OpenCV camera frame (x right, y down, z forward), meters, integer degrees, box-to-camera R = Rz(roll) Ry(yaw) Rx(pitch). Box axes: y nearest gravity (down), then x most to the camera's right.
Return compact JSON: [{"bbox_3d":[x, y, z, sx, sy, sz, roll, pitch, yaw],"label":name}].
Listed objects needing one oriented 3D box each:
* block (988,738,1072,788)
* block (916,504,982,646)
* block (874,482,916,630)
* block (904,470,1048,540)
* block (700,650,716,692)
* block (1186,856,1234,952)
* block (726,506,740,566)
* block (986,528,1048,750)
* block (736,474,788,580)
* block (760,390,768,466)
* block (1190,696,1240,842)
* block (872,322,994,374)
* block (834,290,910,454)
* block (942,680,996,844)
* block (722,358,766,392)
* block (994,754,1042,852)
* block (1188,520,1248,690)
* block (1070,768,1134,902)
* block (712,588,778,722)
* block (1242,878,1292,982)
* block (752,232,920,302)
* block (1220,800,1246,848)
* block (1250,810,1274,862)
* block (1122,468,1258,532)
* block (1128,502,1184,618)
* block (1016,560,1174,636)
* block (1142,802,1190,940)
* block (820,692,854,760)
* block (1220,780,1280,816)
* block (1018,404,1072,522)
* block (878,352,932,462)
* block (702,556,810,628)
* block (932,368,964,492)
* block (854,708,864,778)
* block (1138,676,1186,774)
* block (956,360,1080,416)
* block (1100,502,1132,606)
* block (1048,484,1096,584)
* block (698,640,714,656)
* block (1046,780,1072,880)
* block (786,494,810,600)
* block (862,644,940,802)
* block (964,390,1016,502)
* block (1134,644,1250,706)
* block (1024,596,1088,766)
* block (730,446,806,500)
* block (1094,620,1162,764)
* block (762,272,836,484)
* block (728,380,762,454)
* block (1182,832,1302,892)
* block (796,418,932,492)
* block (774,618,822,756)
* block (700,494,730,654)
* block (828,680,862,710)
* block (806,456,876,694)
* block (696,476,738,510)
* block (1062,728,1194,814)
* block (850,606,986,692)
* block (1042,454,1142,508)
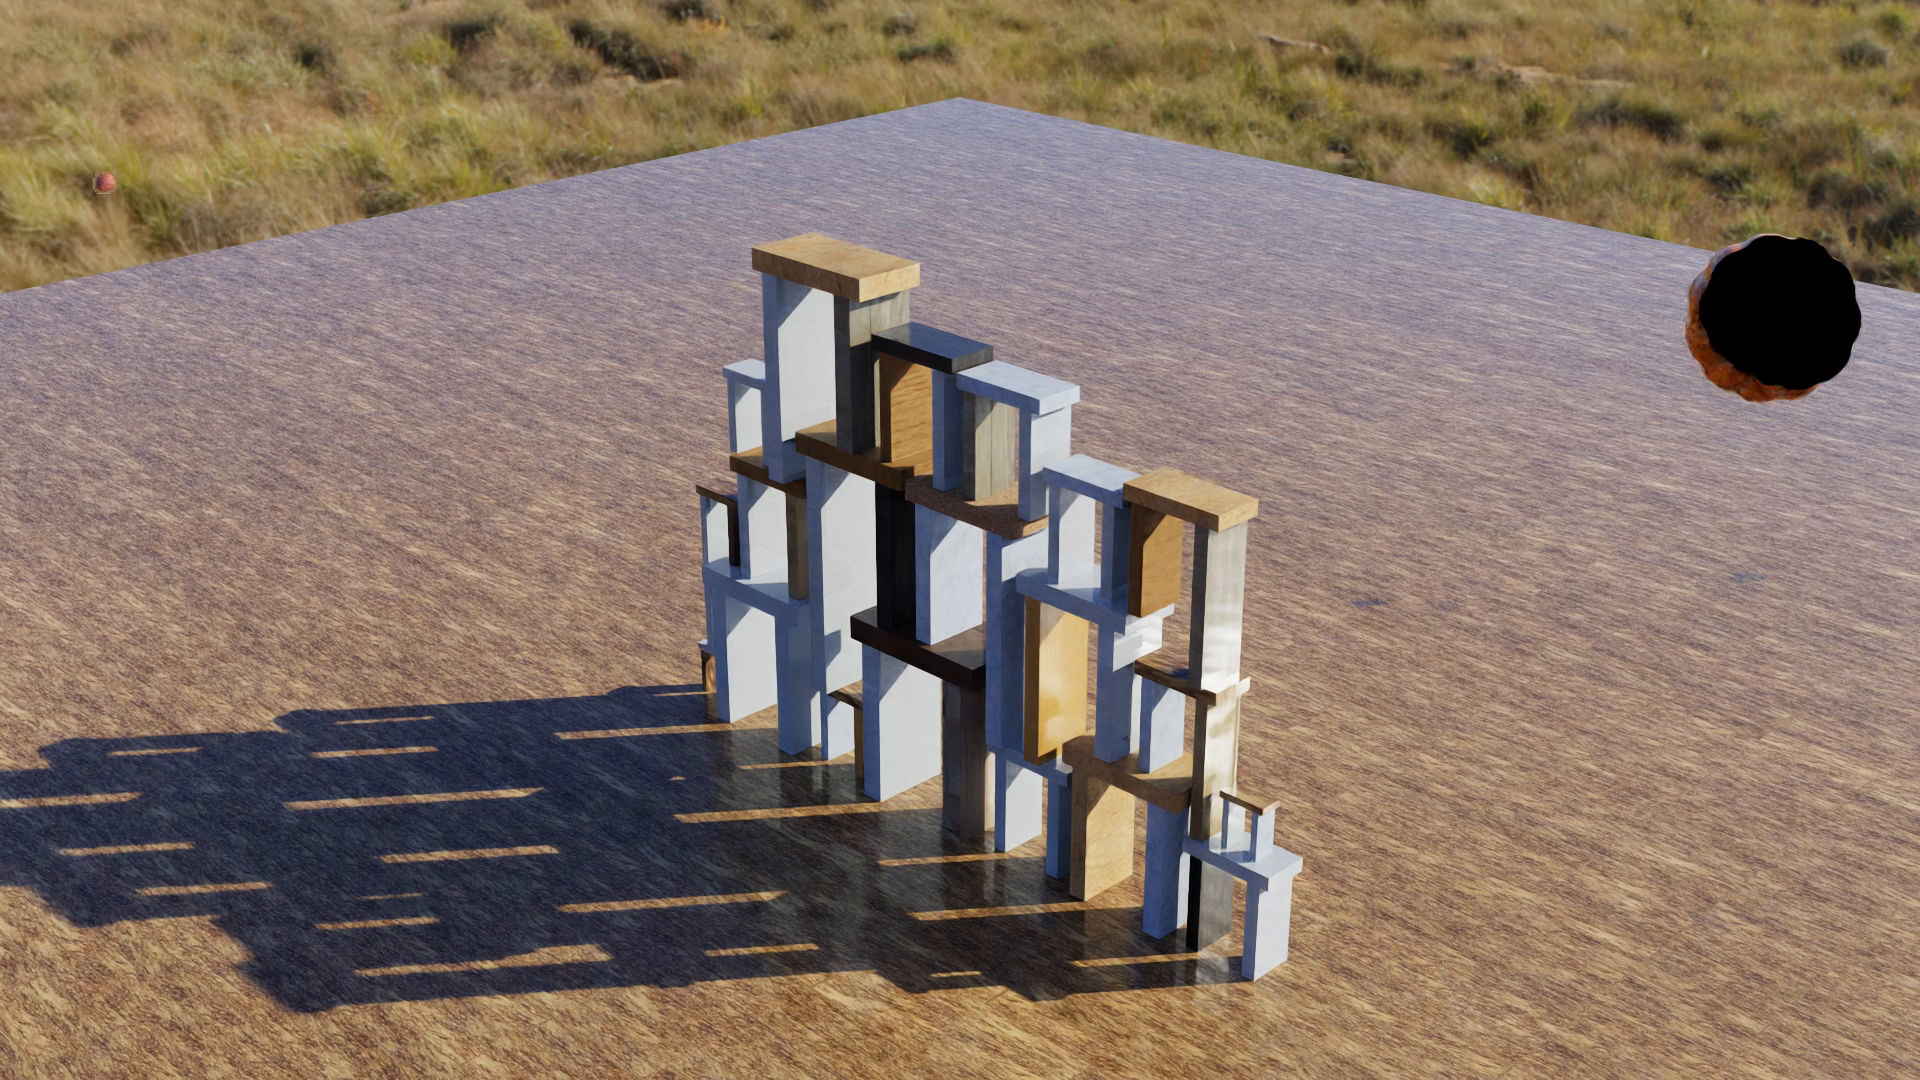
[{"bbox_3d":[0.164,0.409,4.226,0.104,0.029,0.208,-21,31,-41],"label":"block"},{"bbox_3d":[-0.021,0.048,4.274,0.041,0.286,0.143,21,31,41],"label":"block"},{"bbox_3d":[-0.096,0.012,4.336,0.043,0.303,0.152,21,31,41],"label":"block"},{"bbox_3d":[0.046,-0.076,4.149,0.143,0.041,0.286,-21,31,-40],"label":"block"},{"bbox_3d":[-0.558,0.286,4.957,0.014,0.101,0.050,21,31,41],"label":"block"},{"bbox_3d":[0.456,0.643,3.997,0.027,0.194,0.097,21,31,41],"label":"block"},{"bbox_3d":[-0.465,-0.017,4.718,0.068,0.137,0.019,-21,31,-41],"label":"block"},{"bbox_3d":[0.114,0.172,4.181,0.143,0.442,0.041,-21,31,-40],"label":"block"},{"bbox_3d":[-0.413,-0.044,4.661,0.033,0.232,0.116,21,31,41],"label":"block"},{"bbox_3d":[-0.371,-0.239,4.533,0.080,0.159,0.023,-21,31,-40],"label":"block"},{"bbox_3d":[0.453,0.396,3.907,0.093,0.278,0.026,-21,31,-41],"label":"block"},{"bbox_3d":[-0.053,-0.361,4.125,0.216,0.031,0.108,21,31,41],"label":"block"},{"bbox_3d":[-0.169,-0.337,4.262,0.044,0.312,0.156,21,31,41],"label":"block"},{"bbox_3d":[0.044,0.411,4.352,0.049,0.345,0.172,21,31,41],"label":"block"},{"bbox_3d":[-0.408,-0.337,4.532,0.080,0.023,0.159,-21,31,-41],"label":"block"},{"bbox_3d":[0.115,0.499,4.318,0.104,0.208,0.029,-21,31,-41],"label":"block"},{"bbox_3d":[0.444,0.102,3.787,0.106,0.303,0.030,-21,31,-41],"label":"block"},{"bbox_3d":[0.270,0.532,4.156,0.039,0.274,0.137,21,31,41],"label":"block"},{"bbox_3d":[-0.464,0.231,4.820,0.044,0.310,0.155,21,31,41],"label":"block"},{"bbox_3d":[0.547,0.679,3.913,0.027,0.193,0.097,21,31,41],"label":"block"},{"bbox_3d":[-0.242,-0.530,4.260,0.156,0.044,0.312,-21,31,-40],"label":"block"},{"bbox_3d":[0.486,0.495,3.905,0.048,0.096,0.014,-21,31,-41],"label":"block"},{"bbox_3d":[0.531,0.513,3.863,0.048,0.096,0.014,-21,31,-41],"label":"block"},{"bbox_3d":[0.394,-0.070,3.768,0.211,0.030,0.106,21,31,41],"label":"block"},{"bbox_3d":[0.344,0.021,3.861,0.106,0.212,0.030,-21,31,-41],"label":"block"},{"bbox_3d":[0.244,0.096,4.004,0.133,0.038,0.266,-21,31,-41],"label":"block"},{"bbox_3d":[0.399,0.583,4.037,0.039,0.274,0.137,21,31,41],"label":"block"},{"bbox_3d":[-0.258,0.381,4.661,0.022,0.158,0.079,21,31,41],"label":"block"},{"bbox_3d":[0.509,0.453,3.863,0.048,0.014,0.096,-21,31,-40],"label":"block"},{"bbox_3d":[0.154,-0.148,3.998,0.105,0.210,0.030,-21,31,-41],"label":"block"},{"bbox_3d":[-0.104,-0.267,4.220,0.031,0.216,0.108,21,31,41],"label":"block"},{"bbox_3d":[-0.390,0.096,4.683,0.311,0.044,0.155,21,31,41],"label":"block"},{"bbox_3d":[-0.002,-0.218,4.130,0.108,0.236,0.031,-21,31,-41],"label":"block"},{"bbox_3d":[-0.184,0.410,4.593,0.022,0.158,0.079,21,31,40],"label":"block"},{"bbox_3d":[0.365,0.319,3.970,0.026,0.186,0.093,21,31,41],"label":"block"},{"bbox_3d":[0.104,-0.278,3.997,0.105,0.030,0.210,-21,31,-40],"label":"block"},{"bbox_3d":[0.293,0.012,3.911,0.095,0.190,0.027,-21,31,-41],"label":"block"},{"bbox_3d":[0.203,-0.023,3.994,0.095,0.190,0.027,-21,31,-41],"label":"block"},{"bbox_3d":[-0.534,0.242,4.913,0.101,0.014,0.050,21,31,41],"label":"block"},{"bbox_3d":[0.213,0.538,4.227,0.104,0.208,0.029,-21,31,-41],"label":"block"},{"bbox_3d":[-0.304,-0.002,4.560,0.116,0.232,0.033,-21,31,-41],"label":"block"},{"bbox_3d":[-0.118,0.347,4.501,0.049,0.345,0.172,21,31,41],"label":"block"},{"bbox_3d":[0.055,-0.187,4.089,0.105,0.210,0.030,-21,31,-40],"label":"block"},{"bbox_3d":[0.409,0.238,3.888,0.093,0.026,0.186,-21,31,-41],"label":"block"},{"bbox_3d":[0.181,0.246,4.135,0.133,0.341,0.038,-21,31,-41],"label":"block"},{"bbox_3d":[-0.359,-0.145,4.558,0.116,0.033,0.232,-21,31,-40],"label":"block"},{"bbox_3d":[0.307,0.261,4.006,0.038,0.266,0.133,21,31,41],"label":"block"},{"bbox_3d":[-0.317,-0.339,4.421,0.156,0.433,0.044,-21,31,-40],"label":"block"},{"bbox_3d":[-0.446,-0.268,4.603,0.080,0.159,0.023,-21,31,-41],"label":"block"},{"bbox_3d":[0.501,0.559,3.912,0.097,0.027,0.194,-21,31,-41],"label":"block"},{"bbox_3d":[-0.167,-0.175,4.334,0.303,0.043,0.152,21,31,41],"label":"block"},{"bbox_3d":[-0.317,0.288,4.685,0.044,0.310,0.155,21,31,41],"label":"block"},{"bbox_3d":[-0.529,0.068,4.824,0.019,0.376,0.068,21,31,41],"label":"block"},{"bbox_3d":[-0.222,0.313,4.592,0.157,0.022,0.079,21,31,40],"label":"block"},{"bbox_3d":[-0.239,0.055,4.510,0.043,0.517,0.152,21,31,41],"label":"block"},{"bbox_3d":[-0.497,-0.102,4.717,0.137,0.019,0.068,21,31,41],"label":"block"},{"bbox_3d":[0.335,0.414,4.036,0.274,0.039,0.137,21,31,41],"label":"block"},{"bbox_3d":[-0.037,0.198,4.350,0.345,0.049,0.172,21,31,41],"label":"block"},{"bbox_3d":[0.249,-0.106,3.911,0.095,0.027,0.190,-21,31,-40],"label":"block"}]
